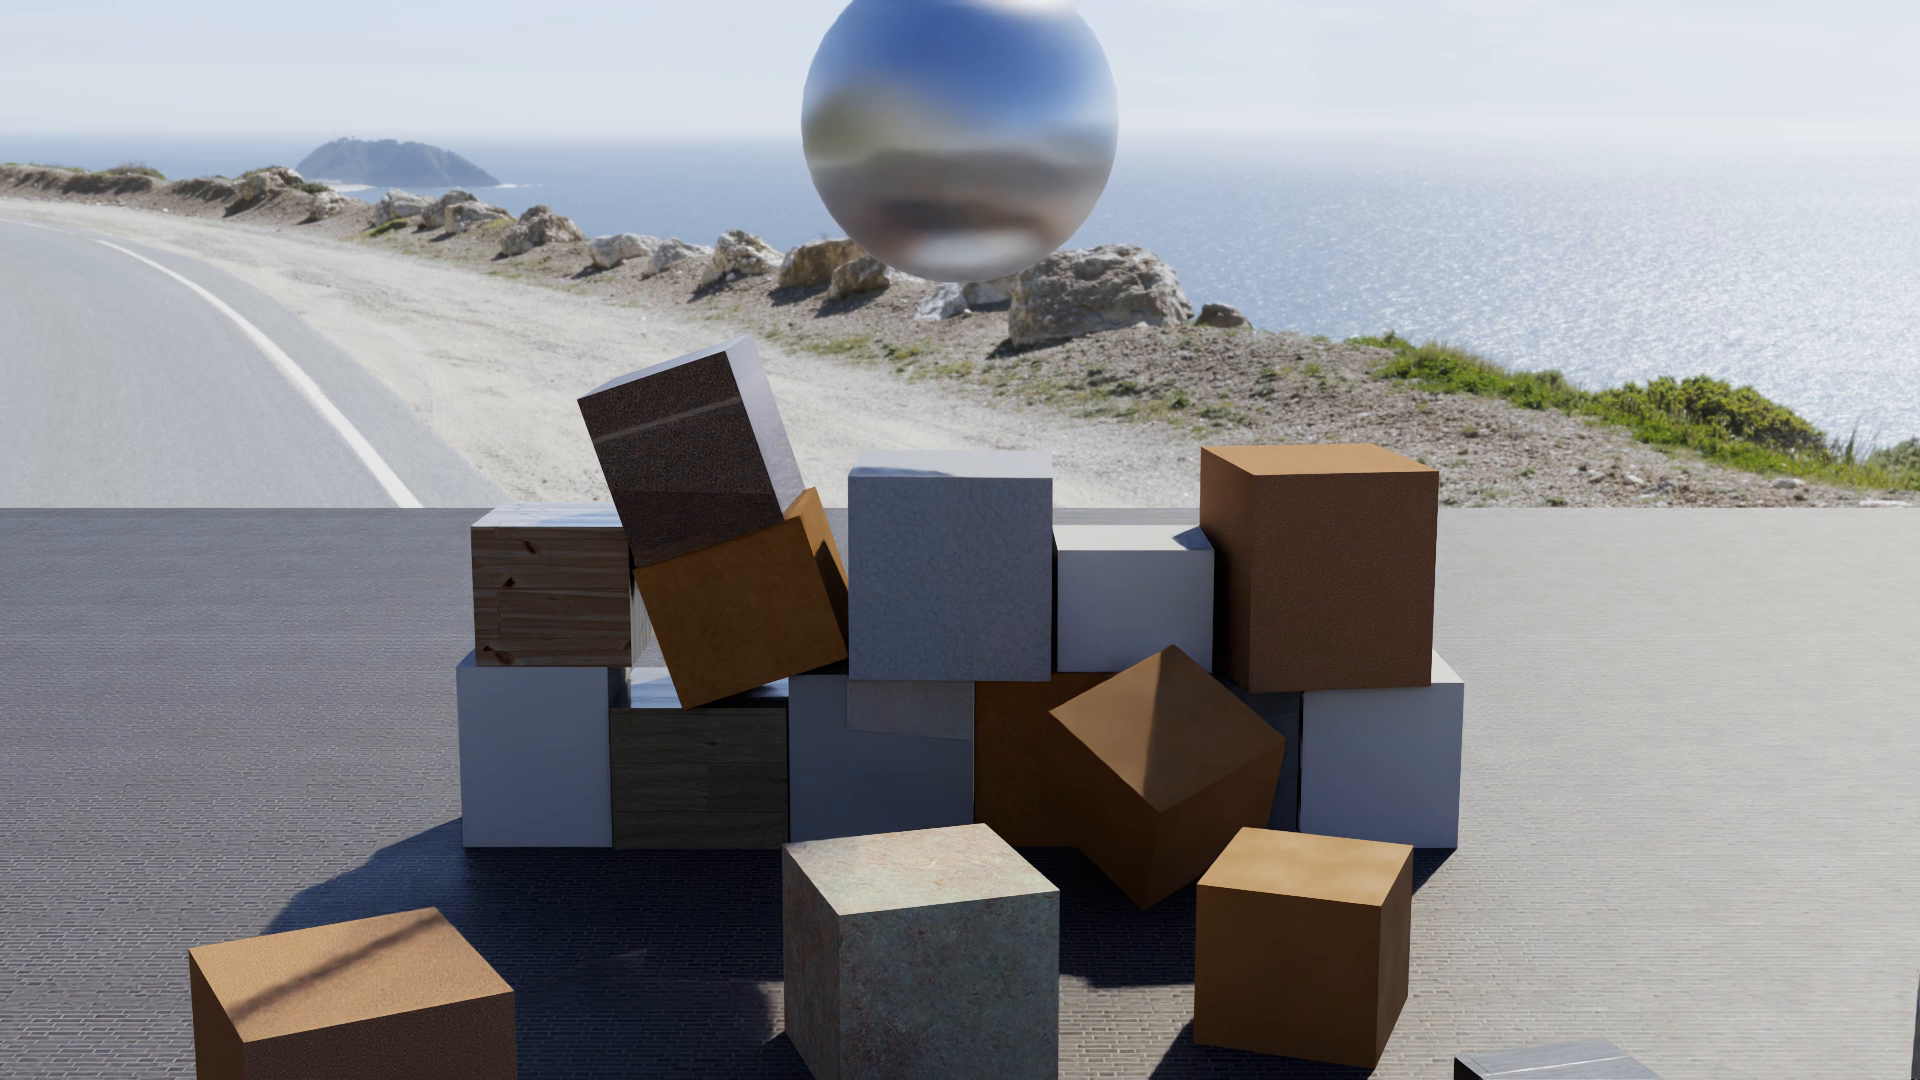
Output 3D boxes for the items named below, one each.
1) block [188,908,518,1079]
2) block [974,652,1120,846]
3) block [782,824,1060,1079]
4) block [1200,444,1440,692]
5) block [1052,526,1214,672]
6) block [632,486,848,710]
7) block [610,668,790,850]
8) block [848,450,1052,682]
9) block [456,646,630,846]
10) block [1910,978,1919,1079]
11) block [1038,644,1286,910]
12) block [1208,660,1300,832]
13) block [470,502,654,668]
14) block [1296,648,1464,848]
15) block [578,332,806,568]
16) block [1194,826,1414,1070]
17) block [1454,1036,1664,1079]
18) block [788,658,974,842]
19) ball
[{"bbox_3d":[-2.066,1.816,7.479,0.862,0.751,0.924,-6,12,-29],"label":"block"},{"bbox_3d":[0.493,1.034,11.383,0.835,0.892,0.782,0,10,0],"label":"block"},{"bbox_3d":[-0.166,1.626,8.450,0.844,0.777,0.853,-3,11,-18],"label":"block"},{"bbox_3d":[1.788,0.116,11.152,0.924,1.071,1.007,-2,10,-8],"label":"block"},{"bbox_3d":[0.869,0.290,11.258,0.773,0.617,0.715,0,10,0],"label":"block"},{"bbox_3d":[-1.063,0.280,11.202,0.868,0.744,0.904,-18,10,4],"label":"block"},{"bbox_3d":[-1.300,1.116,11.387,0.877,0.730,0.856,0,10,0],"label":"block"},{"bbox_3d":[-0.033,0.109,11.127,0.988,1.007,0.934,1,10,2],"label":"block"},{"bbox_3d":[-2.124,1.021,11.352,0.751,0.930,0.748,0,10,0],"label":"block"},{"bbox_3d":[3.805,1.834,7.868,0.497,0.575,0.549,-8,13,-36],"label":"block"},{"bbox_3d":[0.936,1.105,10.334,0.784,0.672,0.768,-26,49,-30],"label":"block"},{"bbox_3d":[1.307,1.062,11.390,0.775,0.835,0.821,0,10,1],"label":"block"},{"bbox_3d":[-2.008,0.215,11.206,0.775,0.707,0.739,0,10,1],"label":"block"},{"bbox_3d":[2.103,1.058,11.354,0.794,0.855,0.771,0,10,0],"label":"block"},{"bbox_3d":[-1.321,-0.464,11.012,0.764,0.871,0.841,-18,10,7],"label":"block"},{"bbox_3d":[1.390,1.617,8.841,0.716,0.655,0.774,4,11,20],"label":"block"},{"bbox_3d":[1.958,2.000,6.948,0.550,0.579,0.652,-3,11,-16],"label":"block"},{"bbox_3d":[-0.389,1.034,11.368,0.918,0.898,0.842,0,10,0],"label":"block"},{"bbox_3d":[0.000,-2.092,11.022,1.600,1.600,1.600,0,10,0],"label":"ball"}]
